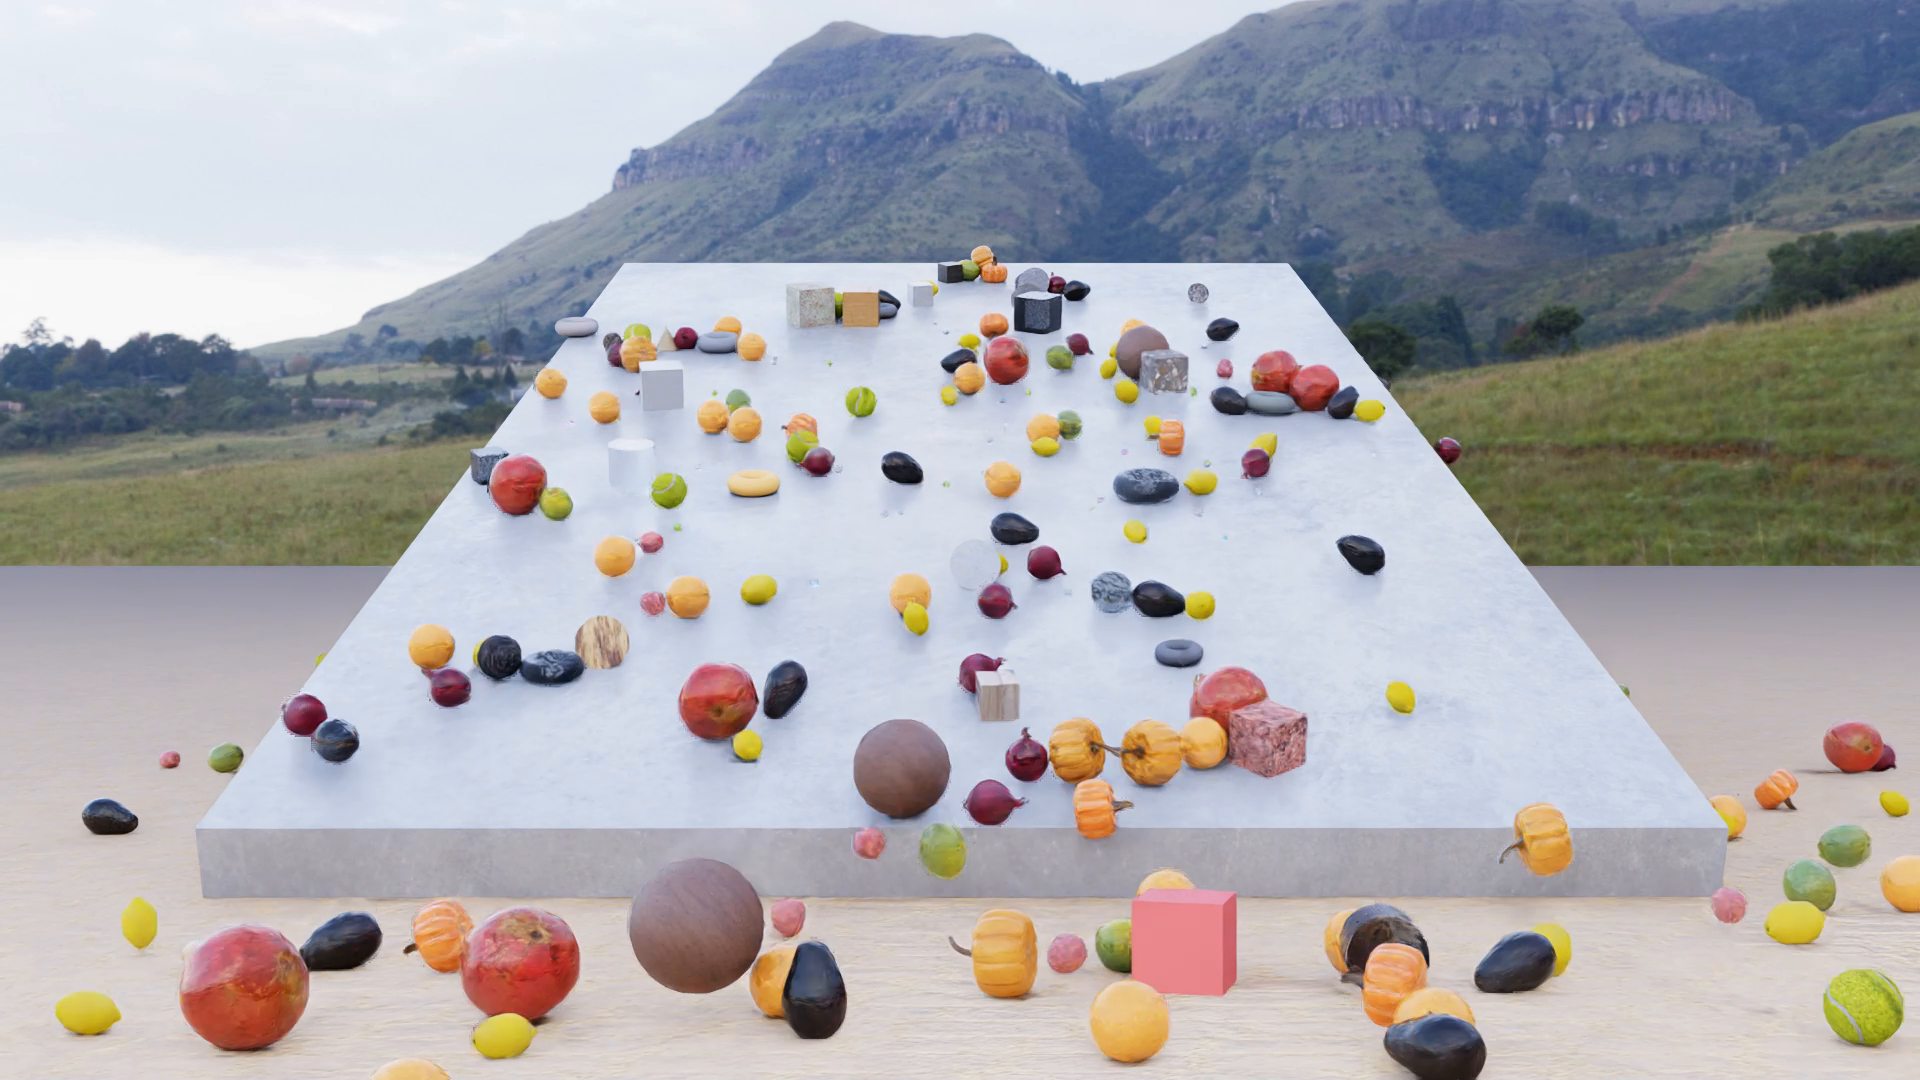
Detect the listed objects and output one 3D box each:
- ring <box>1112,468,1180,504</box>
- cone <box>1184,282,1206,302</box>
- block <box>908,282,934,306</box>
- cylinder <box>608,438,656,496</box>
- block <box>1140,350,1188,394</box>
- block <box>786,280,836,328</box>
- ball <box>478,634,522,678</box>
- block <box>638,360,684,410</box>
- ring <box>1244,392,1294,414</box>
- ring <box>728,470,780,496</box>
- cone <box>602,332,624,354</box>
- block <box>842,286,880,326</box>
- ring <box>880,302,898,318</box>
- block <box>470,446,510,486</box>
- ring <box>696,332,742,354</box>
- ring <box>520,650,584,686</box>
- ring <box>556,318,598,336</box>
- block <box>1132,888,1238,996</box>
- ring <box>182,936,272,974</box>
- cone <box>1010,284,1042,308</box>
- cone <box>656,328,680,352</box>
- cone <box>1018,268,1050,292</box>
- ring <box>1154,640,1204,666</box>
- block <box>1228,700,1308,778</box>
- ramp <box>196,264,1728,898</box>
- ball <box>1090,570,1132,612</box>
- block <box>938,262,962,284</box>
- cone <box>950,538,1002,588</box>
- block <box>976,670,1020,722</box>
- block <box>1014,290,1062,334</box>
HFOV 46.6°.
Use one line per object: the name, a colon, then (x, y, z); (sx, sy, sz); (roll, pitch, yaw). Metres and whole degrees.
ring: (0.363, -0.106, 4.356); (0.131, 0.044, 0.131); (0, 19, 0)
cone: (0.655, -0.676, 6.181); (0.059, 0.059, 0.059); (0, -30, 12)
block: (-0.109, -0.676, 6.128); (0.057, 0.057, 0.057); (-5, 18, -17)
cylinder: (-0.645, -0.143, 4.389); (0.093, 0.093, 0.093); (0, 18, 0)
block: (0.475, -0.391, 5.188); (0.084, 0.084, 0.084); (-6, 18, -17)
block: (-0.395, -0.622, 5.889); (0.099, 0.099, 0.099); (-8, 19, -24)
ball: (-0.704, 0.179, 3.413); (0.068, 0.068, 0.068); (0, 0, 0)
block: (-0.675, -0.350, 5.041); (0.092, 0.092, 0.092); (-4, 18, -12)
ring: (0.693, -0.308, 5.000); (0.114, 0.038, 0.114); (4, 13, -1)
ring: (-0.405, -0.112, 4.388); (0.105, 0.035, 0.105); (0, 16, 0)
cone: (-0.874, -0.485, 5.578); (0.053, 0.053, 0.053); (0, -11, -24)
block: (-0.259, -0.617, 5.885); (0.092, 0.092, 0.092); (1, 18, 1)
ring: (-0.213, -0.614, 5.979); (0.091, 0.030, 0.091); (0, 18, 0)
block: (-0.939, -0.148, 4.457); (0.060, 0.060, 0.060); (-10, 20, -28)
ring: (-0.604, -0.495, 5.588); (0.114, 0.038, 0.114); (0, 19, 0)
ring: (-0.625, 0.196, 3.420); (0.098, 0.033, 0.098); (0, 16, 0)
ring: (-0.990, -0.551, 5.765); (0.112, 0.037, 0.112); (0, 16, 0)
block: (0.235, 0.419, 2.330); (0.094, 0.094, 0.094); (0, -1, 16)
ring: (-0.799, 0.451, 2.431); (0.094, 0.031, 0.094); (1, -1, 0)
cone: (0.183, -0.632, 6.016); (0.095, 0.095, 0.095); (0, -9, 0)
cone: (-0.734, -0.506, 5.585); (0.060, 0.060, 0.060); (0, 18, 0)
cone: (0.219, -0.707, 6.254); (0.092, 0.092, 0.092); (0, -10, 19)
ring: (0.343, 0.176, 3.496); (0.077, 0.026, 0.077); (-1, 18, 0)
block: (0.427, 0.276, 3.099); (0.075, 0.075, 0.075); (-15, 23, -39)
ramp: (-0.003, -0.181, 4.830); (2.000, 0.100, 4.000); (0, 18, 0)
ball: (0.252, 0.086, 3.708); (0.070, 0.070, 0.070); (0, 0, 0)
block: (-0.029, -0.772, 6.441); (0.052, 0.052, 0.052); (-11, 21, -30)
cone: (0.020, 0.049, 3.872); (0.089, 0.089, 0.089); (0, -12, -9)
block: (0.055, 0.229, 3.277); (0.057, 0.057, 0.057); (-2, 18, -7)
block: (0.203, -0.592, 5.811); (0.090, 0.090, 0.090); (11, 21, 32)
